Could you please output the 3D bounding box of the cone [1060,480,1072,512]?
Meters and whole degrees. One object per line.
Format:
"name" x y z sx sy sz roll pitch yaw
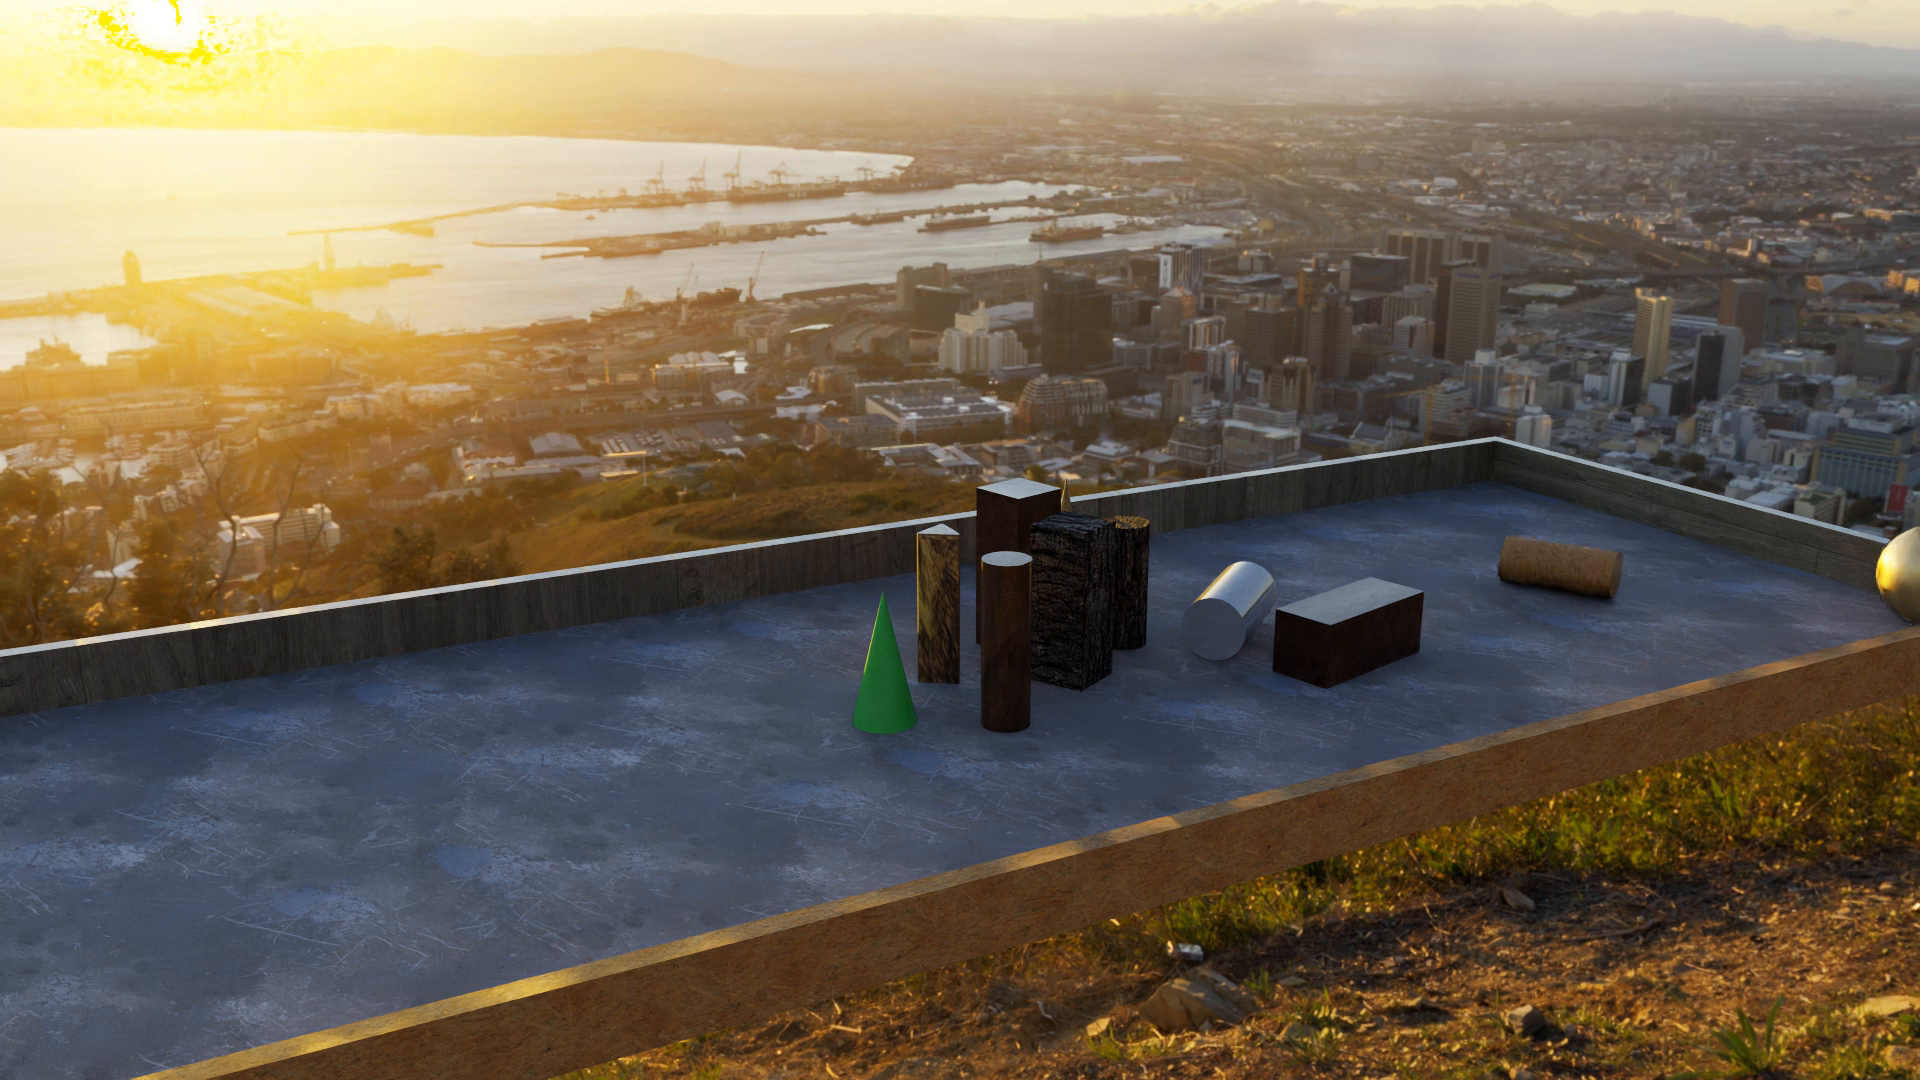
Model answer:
"cone" 0.295 0.013 4.623 0.145 0.388 0.145 0 16 0

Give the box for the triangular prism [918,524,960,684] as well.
"triangular prism" -0.049 0.159 4.123 0.103 0.389 0.090 2 16 6

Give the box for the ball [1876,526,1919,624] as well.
"ball" 2.676 0.097 4.524 0.282 0.282 0.282 0 16 0

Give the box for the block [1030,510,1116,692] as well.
"block" 0.280 0.151 4.123 0.154 0.405 0.154 11 20 33

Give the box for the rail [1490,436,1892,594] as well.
"rail" 2.466 -0.048 5.253 0.050 0.150 2.100 -9 18 -27

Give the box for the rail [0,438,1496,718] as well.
"rail" -3.305 0.497 3.399 12.000 0.150 0.050 -9 18 -27

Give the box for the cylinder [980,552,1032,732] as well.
"cylinder" 0.107 0.237 3.829 0.116 0.405 0.116 0 16 0

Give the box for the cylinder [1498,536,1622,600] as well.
"cylinder" 1.761 0.079 4.843 0.318 0.137 0.137 11 19 32

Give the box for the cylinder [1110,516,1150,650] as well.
"cylinder" 0.435 0.113 4.376 0.126 0.334 0.126 0 16 0

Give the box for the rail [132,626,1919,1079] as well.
"rail" -2.336 1.006 1.665 12.000 0.150 0.050 -9 18 -27

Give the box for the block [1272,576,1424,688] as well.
"block" 1.005 0.234 4.260 0.403 0.168 0.168 -14 21 -39

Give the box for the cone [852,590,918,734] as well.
"cone" -0.178 0.272 3.854 0.154 0.325 0.154 0 16 0

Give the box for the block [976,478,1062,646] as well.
"block" 0.153 0.072 4.347 0.156 0.431 0.156 -15 22 -41

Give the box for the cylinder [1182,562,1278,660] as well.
"cylinder" 0.725 0.186 4.420 0.170 0.170 0.347 7 18 23
